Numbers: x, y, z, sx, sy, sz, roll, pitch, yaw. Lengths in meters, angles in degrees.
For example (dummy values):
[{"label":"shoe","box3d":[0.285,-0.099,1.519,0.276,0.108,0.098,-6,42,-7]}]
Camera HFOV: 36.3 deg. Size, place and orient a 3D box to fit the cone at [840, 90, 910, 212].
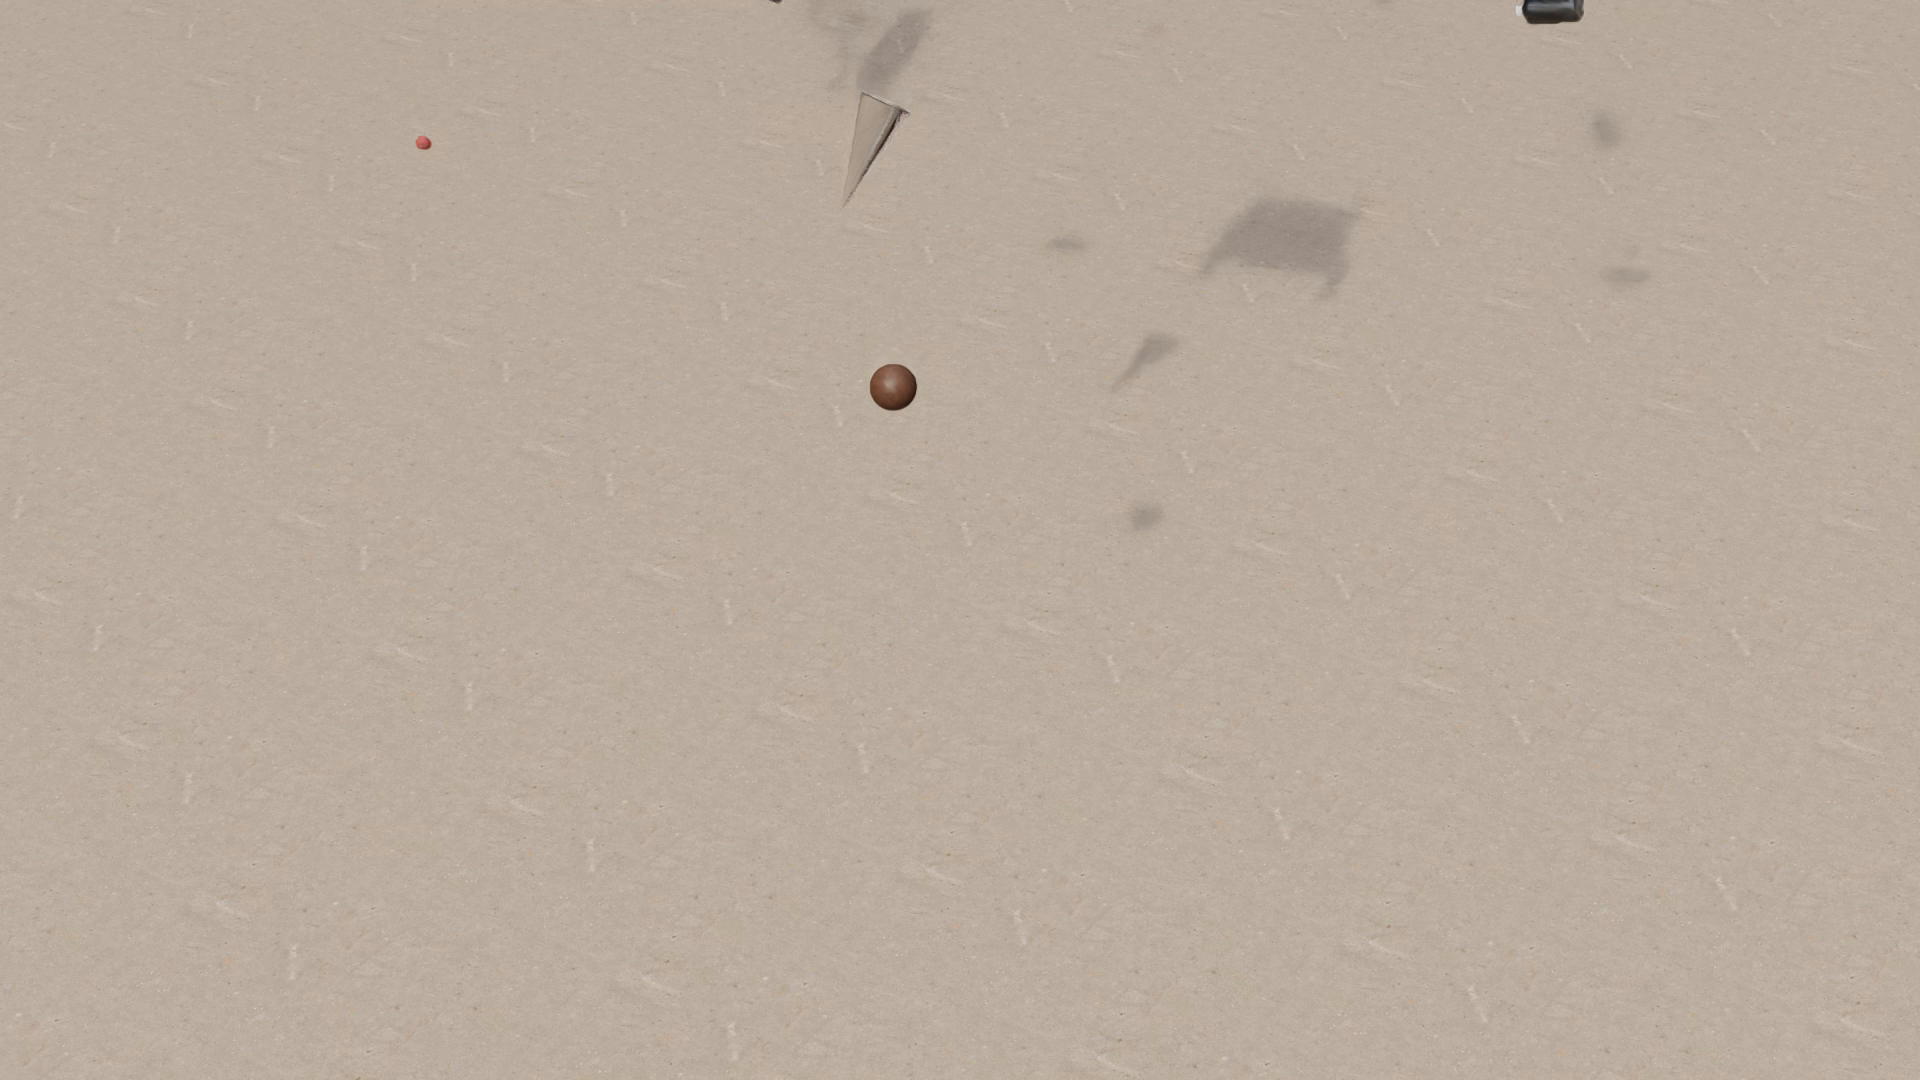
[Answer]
[{"label":"cone","box3d":[-0.280,-1.110,8.490,0.162,0.345,0.138,28,12,21]}]
